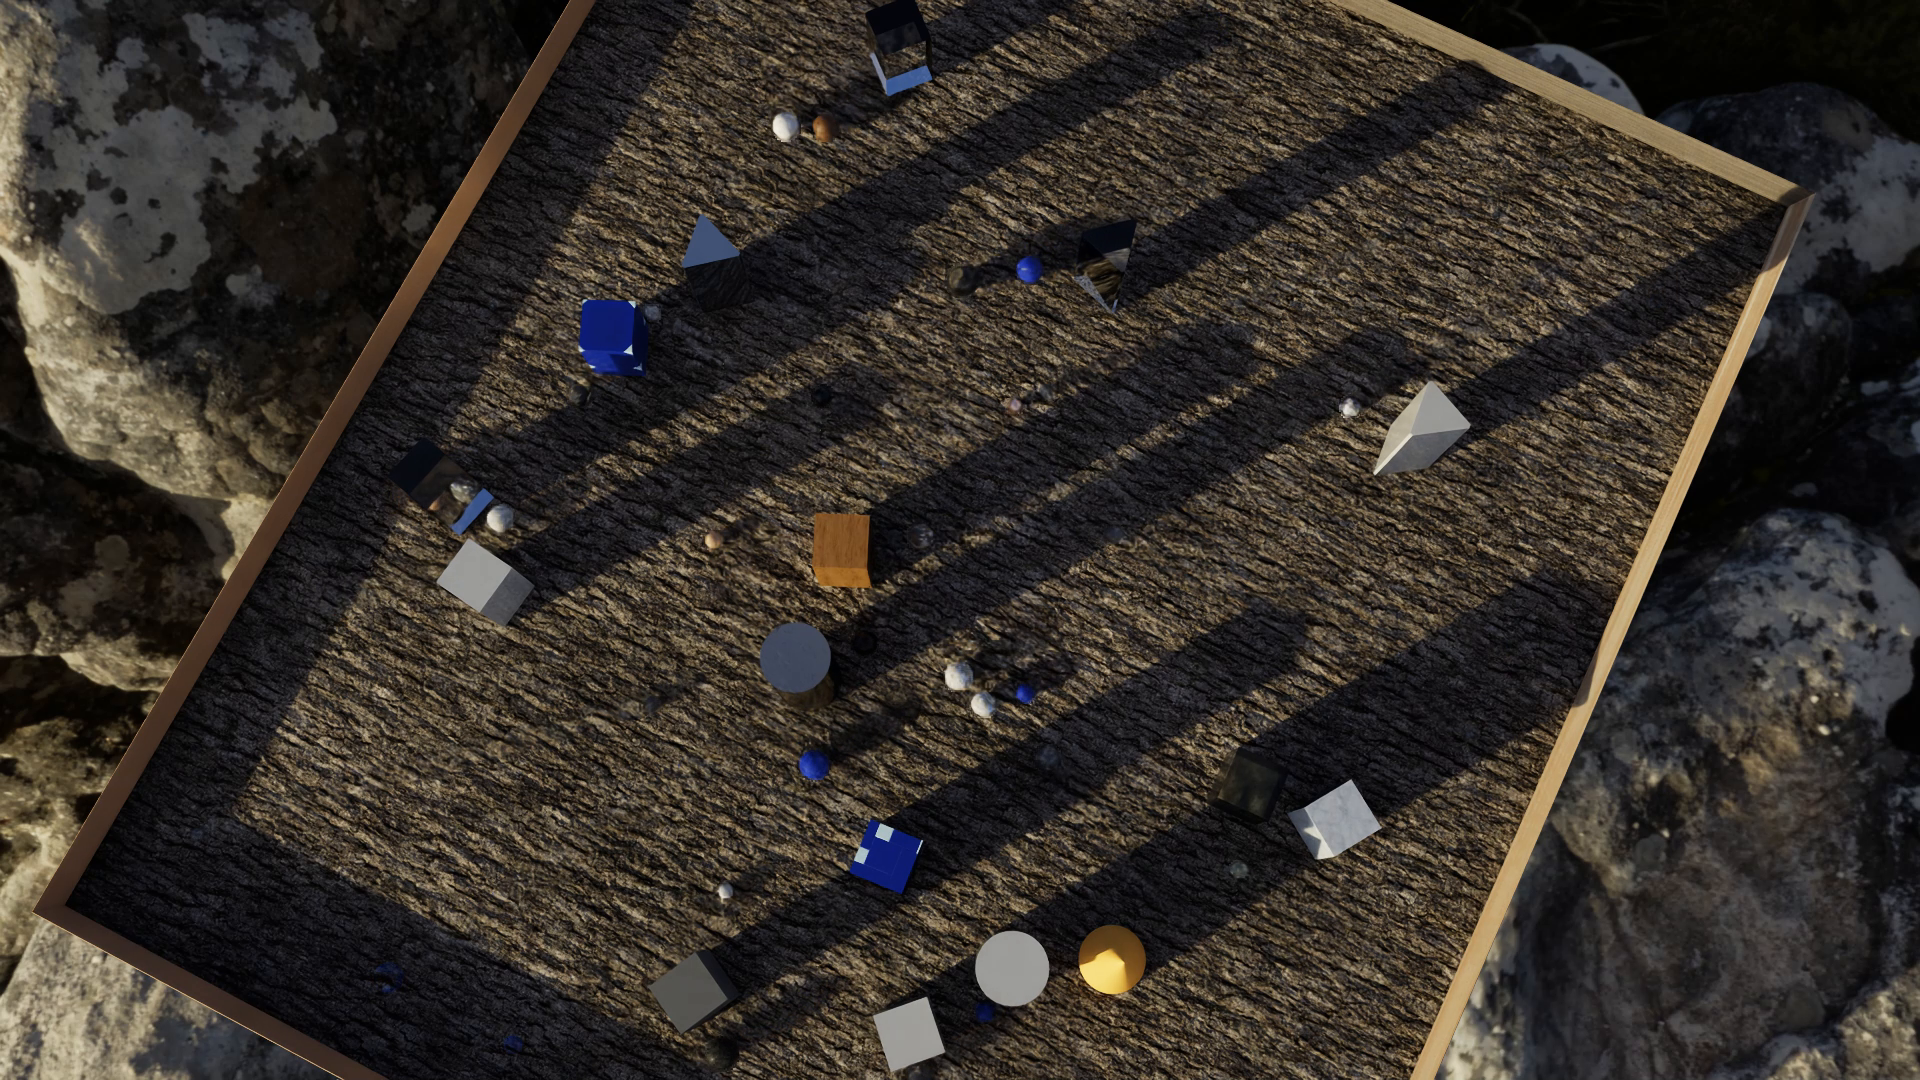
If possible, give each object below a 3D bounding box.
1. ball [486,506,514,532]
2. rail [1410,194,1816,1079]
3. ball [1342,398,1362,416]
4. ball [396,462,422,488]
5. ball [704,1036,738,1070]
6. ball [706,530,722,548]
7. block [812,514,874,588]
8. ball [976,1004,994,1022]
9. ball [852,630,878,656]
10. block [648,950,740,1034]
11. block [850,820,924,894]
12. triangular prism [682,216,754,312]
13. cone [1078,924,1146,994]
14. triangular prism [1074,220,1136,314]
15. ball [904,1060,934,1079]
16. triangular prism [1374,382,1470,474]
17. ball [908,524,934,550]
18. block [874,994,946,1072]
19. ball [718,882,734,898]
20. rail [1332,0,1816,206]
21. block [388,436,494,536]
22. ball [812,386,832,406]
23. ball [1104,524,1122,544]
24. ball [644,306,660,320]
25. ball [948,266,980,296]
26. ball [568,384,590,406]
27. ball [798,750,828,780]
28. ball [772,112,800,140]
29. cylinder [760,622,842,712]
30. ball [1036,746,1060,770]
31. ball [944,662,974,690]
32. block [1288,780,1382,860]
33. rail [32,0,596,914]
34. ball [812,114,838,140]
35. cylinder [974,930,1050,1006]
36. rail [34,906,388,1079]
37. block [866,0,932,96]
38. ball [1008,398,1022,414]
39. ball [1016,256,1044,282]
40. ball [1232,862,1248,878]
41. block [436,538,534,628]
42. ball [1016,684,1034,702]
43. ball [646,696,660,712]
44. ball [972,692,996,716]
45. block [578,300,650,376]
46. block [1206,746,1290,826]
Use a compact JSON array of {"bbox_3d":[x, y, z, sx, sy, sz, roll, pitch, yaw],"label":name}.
[{"bbox_3d":[-1.402,-0.065,5.589,0.081,0.081,0.081,0,78,0],"label":"ball"},{"bbox_3d":[1.674,0.827,5.379,0.045,0.128,4.352,26,80,5],"label":"rail"},{"bbox_3d":[1.211,-0.412,5.670,0.061,0.061,0.061,0,78,0],"label":"ball"},{"bbox_3d":[-1.690,-0.201,5.618,0.079,0.079,0.079,0,78,0],"label":"ball"},{"bbox_3d":[-0.686,1.474,5.263,0.094,0.094,0.094,0,78,0],"label":"ball"},{"bbox_3d":[-0.750,-0.001,5.589,0.054,0.054,0.054,0,78,0],"label":"ball"},{"bbox_3d":[-0.344,0.034,5.450,0.158,0.313,0.158,2,78,0],"label":"block"},{"bbox_3d":[0.073,1.368,5.307,0.052,0.052,0.052,0,78,0],"label":"ball"},{"bbox_3d":[-0.285,0.311,5.514,0.074,0.074,0.074,0,78,0],"label":"ball"},{"bbox_3d":[-0.750,1.280,5.200,0.158,0.296,0.158,-36,81,-7],"label":"block"},{"bbox_3d":[-0.207,0.915,5.269,0.158,0.309,0.158,21,79,4],"label":"block"},{"bbox_3d":[-0.745,-0.847,5.582,0.171,0.411,0.148,-13,79,-3],"label":"triangular prism"},{"bbox_3d":[0.446,1.186,5.167,0.197,0.400,0.197,0,78,0],"label":"cone"},{"bbox_3d":[0.472,-0.861,5.601,0.171,0.379,0.148,44,82,8],"label":"triangular prism"},{"bbox_3d":[-0.117,1.528,5.258,0.083,0.083,0.083,0,78,0],"label":"ball"},{"bbox_3d":[1.353,-0.334,5.444,0.171,0.474,0.148,-8,78,-2],"label":"triangular prism"},{"bbox_3d":[-0.119,-0.010,5.579,0.077,0.077,0.077,0,78,0],"label":"ball"},{"bbox_3d":[-0.141,1.391,5.190,0.158,0.272,0.158,-19,79,-4],"label":"block"},{"bbox_3d":[-0.687,1.030,5.380,0.046,0.046,0.046,0,78,0],"label":"ball"},{"bbox_3d":[0.962,-1.878,5.939,3.791,0.128,0.045,26,80,5],"label":"rail"},{"bbox_3d":[-1.545,-0.158,5.468,0.158,0.355,0.158,39,81,7],"label":"block"},{"bbox_3d":[-0.426,-0.445,5.678,0.059,0.059,0.059,0,78,0],"label":"ball"},{"bbox_3d":[0.468,-0.018,5.591,0.057,0.057,0.057,0,78,0],"label":"ball"},{"bbox_3d":[-0.966,-0.711,5.739,0.048,0.048,0.048,0,78,0],"label":"ball"},{"bbox_3d":[0.011,-0.810,5.734,0.099,0.099,0.099,0,78,0],"label":"ball"},{"bbox_3d":[-1.178,-0.448,5.674,0.069,0.069,0.069,0,78,0],"label":"ball"},{"bbox_3d":[-0.434,0.665,5.434,0.088,0.088,0.088,0,78,0],"label":"ball"},{"bbox_3d":[-0.556,-1.321,5.847,0.085,0.085,0.085,0,78,0],"label":"ball"},{"bbox_3d":[-0.456,0.373,5.302,0.197,0.466,0.197,0,78,0],"label":"cylinder"},{"bbox_3d":[0.260,0.648,5.445,0.073,0.073,0.073,0,78,0],"label":"ball"},{"bbox_3d":[-0.003,0.407,5.488,0.087,0.087,0.087,0,78,0],"label":"ball"},{"bbox_3d":[1.080,0.812,5.305,0.158,0.282,0.158,-30,80,-6],"label":"block"},{"bbox_3d":[-1.674,-0.813,5.718,0.045,0.128,4.352,26,80,5],"label":"rail"},{"bbox_3d":[-0.428,-1.318,5.847,0.083,0.083,0.083,0,78,0],"label":"ball"},{"bbox_3d":[0.140,1.192,5.127,0.197,0.476,0.197,0,78,0],"label":"cylinder"},{"bbox_3d":[-0.962,1.892,5.158,3.791,0.128,0.045,26,80,5],"label":"rail"},{"bbox_3d":[-0.191,-1.560,5.796,0.158,0.282,0.158,-21,79,-4],"label":"block"},{"bbox_3d":[0.171,-0.415,5.679,0.045,0.045,0.045,0,78,0],"label":"ball"},{"bbox_3d":[0.220,-0.850,5.750,0.084,0.084,0.084,0,78,0],"label":"ball"},{"bbox_3d":[0.823,0.971,5.390,0.051,0.051,0.051,0,78,0],"label":"ball"},{"bbox_3d":[-1.405,0.131,5.442,0.158,0.290,0.158,33,80,6],"label":"block"},{"bbox_3d":[0.194,0.458,5.494,0.055,0.055,0.055,0,78,0],"label":"ball"},{"bbox_3d":[-0.920,0.490,5.491,0.047,0.047,0.047,0,78,0],"label":"ball"},{"bbox_3d":[0.071,0.490,5.478,0.073,0.073,0.073,0,78,0],"label":"ball"},{"bbox_3d":[-1.058,-0.617,5.615,0.158,0.253,0.158,2,78,0],"label":"block"},{"bbox_3d":[0.835,0.718,5.334,0.158,0.263,0.158,24,79,5],"label":"block"}]
